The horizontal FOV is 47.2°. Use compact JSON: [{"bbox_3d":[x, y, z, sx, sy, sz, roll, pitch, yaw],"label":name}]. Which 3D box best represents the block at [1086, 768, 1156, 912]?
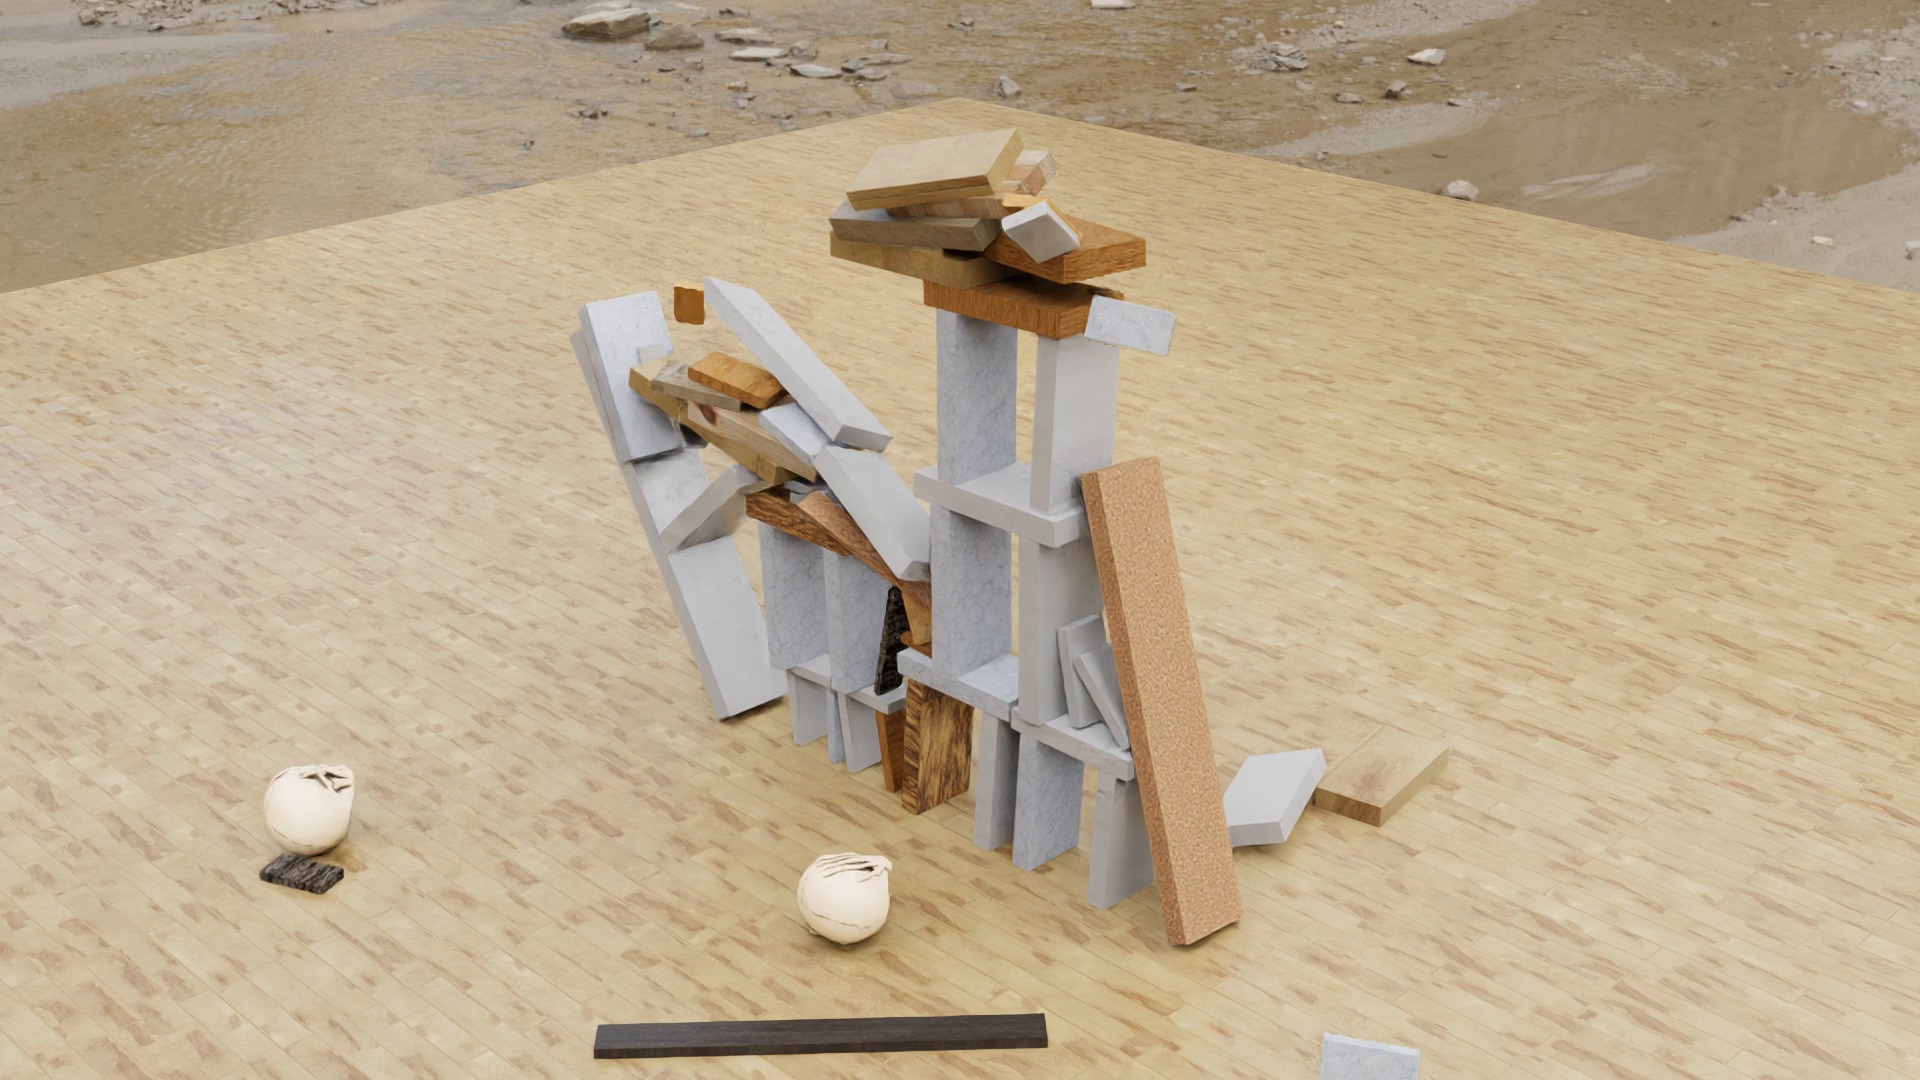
[{"bbox_3d":[0.313,0.537,4.118,0.146,0.292,0.041,-21,35,-40],"label":"block"}]

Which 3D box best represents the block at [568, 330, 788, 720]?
[{"bbox_3d":[-0.618,-0.055,4.871,0.175,0.907,0.050,-21,-1,-40],"label":"block"}]

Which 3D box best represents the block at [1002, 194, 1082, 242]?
[{"bbox_3d":[0.139,-0.538,3.701,0.079,0.022,0.157,10,-11,27],"label":"block"}]

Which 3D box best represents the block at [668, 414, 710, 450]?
[{"bbox_3d":[-0.593,-0.254,4.748,0.062,0.017,0.123,-8,65,-45],"label":"block"}]

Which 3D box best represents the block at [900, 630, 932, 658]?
[{"bbox_3d":[-0.056,0.206,4.357,0.062,0.017,0.123,-18,29,-36],"label":"block"}]

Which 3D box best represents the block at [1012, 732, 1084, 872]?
[{"bbox_3d":[0.174,0.483,4.245,0.146,0.292,0.041,-21,35,-41],"label":"block"}]

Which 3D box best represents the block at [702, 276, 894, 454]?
[{"bbox_3d":[-0.349,-0.370,4.579,0.145,0.041,0.568,12,28,-48],"label":"block"}]

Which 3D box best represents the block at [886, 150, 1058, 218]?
[{"bbox_3d":[0.015,-0.627,3.872,0.290,0.041,0.145,8,47,40],"label":"block"}]

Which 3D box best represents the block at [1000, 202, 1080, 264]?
[{"bbox_3d":[0.134,-0.508,3.641,0.079,0.022,0.157,-20,-20,17],"label":"block"}]

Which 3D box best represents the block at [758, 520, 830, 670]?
[{"bbox_3d":[-0.340,0.097,4.634,0.155,0.325,0.044,-21,26,-40],"label":"block"}]

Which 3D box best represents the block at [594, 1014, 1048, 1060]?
[{"bbox_3d":[-0.235,0.845,3.744,0.765,0.020,0.071,-1,23,-2],"label":"block"}]

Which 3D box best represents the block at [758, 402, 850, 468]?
[{"bbox_3d":[-0.316,-0.214,4.446,0.096,0.027,0.192,-18,41,-33],"label":"block"}]

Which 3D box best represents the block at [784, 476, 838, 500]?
[{"bbox_3d":[-0.285,-0.113,4.494,0.080,0.023,0.159,-19,23,-33],"label":"block"}]

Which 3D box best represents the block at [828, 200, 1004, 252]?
[{"bbox_3d":[-0.051,-0.604,3.966,0.357,0.051,0.179,11,49,42],"label":"block"}]

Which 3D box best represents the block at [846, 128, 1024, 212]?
[{"bbox_3d":[-0.044,-0.651,3.870,0.290,0.041,0.145,-1,42,32],"label":"block"}]

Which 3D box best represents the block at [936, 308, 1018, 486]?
[{"bbox_3d":[0.032,-0.282,4.063,0.047,0.332,0.166,20,31,39],"label":"block"}]

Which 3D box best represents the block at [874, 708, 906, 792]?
[{"bbox_3d":[-0.123,0.421,4.539,0.089,0.177,0.025,-22,21,-41],"label":"block"}]

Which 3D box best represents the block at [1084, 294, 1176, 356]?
[{"bbox_3d":[0.287,-0.362,3.706,0.142,0.071,0.020,14,13,6],"label":"block"}]

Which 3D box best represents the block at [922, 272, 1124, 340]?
[{"bbox_3d":[0.110,-0.429,3.916,0.332,0.047,0.166,19,30,41],"label":"block"}]

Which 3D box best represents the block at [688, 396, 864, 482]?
[{"bbox_3d":[-0.378,-0.235,4.537,0.336,0.048,0.168,27,36,25],"label":"block"}]

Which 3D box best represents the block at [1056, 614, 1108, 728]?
[{"bbox_3d":[0.236,0.244,4.081,0.095,0.190,0.027,-19,16,-37],"label":"block"}]

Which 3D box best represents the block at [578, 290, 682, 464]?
[{"bbox_3d":[-0.701,-0.358,4.812,0.175,0.350,0.050,-16,0,-34],"label":"block"}]

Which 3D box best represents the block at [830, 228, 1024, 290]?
[{"bbox_3d":[-0.056,-0.536,4.057,0.179,0.051,0.357,-21,29,-40],"label":"block"}]

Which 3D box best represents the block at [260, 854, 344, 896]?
[{"bbox_3d":[-1.264,0.642,4.222,0.142,0.020,0.071,9,25,21],"label":"block"}]

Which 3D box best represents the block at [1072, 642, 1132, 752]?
[{"bbox_3d":[0.292,0.286,4.033,0.095,0.027,0.190,-19,74,-37],"label":"block"}]

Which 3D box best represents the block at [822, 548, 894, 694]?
[{"bbox_3d":[-0.198,0.144,4.498,0.155,0.311,0.044,-20,27,-39],"label":"block"}]

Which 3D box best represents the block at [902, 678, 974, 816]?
[{"bbox_3d":[-0.042,0.393,4.440,0.152,0.304,0.043,-22,36,-40],"label":"block"}]

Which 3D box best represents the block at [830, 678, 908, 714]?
[{"bbox_3d":[-0.177,0.307,4.546,0.089,0.025,0.177,-21,31,-40],"label":"block"}]

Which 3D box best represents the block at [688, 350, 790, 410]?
[{"bbox_3d":[-0.455,-0.330,4.542,0.192,0.027,0.096,23,36,21],"label":"block"}]

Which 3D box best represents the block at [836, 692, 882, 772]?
[{"bbox_3d":[-0.206,0.389,4.616,0.089,0.177,0.025,-21,22,-40],"label":"block"}]

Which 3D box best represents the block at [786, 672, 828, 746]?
[{"bbox_3d":[-0.325,0.350,4.724,0.023,0.165,0.082,14,26,43],"label":"block"}]

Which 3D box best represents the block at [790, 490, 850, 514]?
[{"bbox_3d":[-0.266,-0.077,4.481,0.080,0.023,0.159,-19,29,-38],"label":"block"}]

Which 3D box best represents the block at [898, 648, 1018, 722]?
[{"bbox_3d":[0.038,0.263,4.300,0.304,0.043,0.152,21,31,40],"label":"block"}]

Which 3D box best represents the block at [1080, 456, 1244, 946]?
[{"bbox_3d":[0.370,0.291,3.996,0.161,0.872,0.046,-16,8,-41],"label":"block"}]

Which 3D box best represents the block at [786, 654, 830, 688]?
[{"bbox_3d":[-0.300,0.269,4.664,0.082,0.023,0.165,-21,26,-40],"label":"block"}]

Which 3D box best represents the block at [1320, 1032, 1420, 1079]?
[{"bbox_3d":[0.674,0.865,3.619,0.158,0.079,0.022,7,19,16],"label":"block"}]

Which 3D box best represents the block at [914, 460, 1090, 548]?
[{"bbox_3d":[0.102,-0.082,4.081,0.355,0.050,0.178,21,31,40],"label":"block"}]

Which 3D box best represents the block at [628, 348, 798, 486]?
[{"bbox_3d":[-0.484,-0.265,4.645,0.475,0.048,0.168,34,40,33],"label":"block"}]

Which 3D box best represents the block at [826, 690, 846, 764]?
[{"bbox_3d":[-0.241,0.384,4.646,0.082,0.165,0.023,-21,31,-40],"label":"block"}]

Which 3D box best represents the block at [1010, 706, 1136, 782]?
[{"bbox_3d":[0.251,0.358,4.110,0.146,0.041,0.292,-21,31,-40],"label":"block"}]

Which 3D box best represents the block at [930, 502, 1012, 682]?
[{"bbox_3d":[0.023,0.075,4.232,0.050,0.356,0.178,18,29,38],"label":"block"}]

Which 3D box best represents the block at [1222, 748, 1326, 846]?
[{"bbox_3d":[0.615,0.517,4.420,0.161,0.046,0.321,-10,17,28],"label":"block"}]

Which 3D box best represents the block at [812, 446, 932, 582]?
[{"bbox_3d":[-0.137,-0.050,4.314,0.168,0.048,0.336,7,37,-49],"label":"block"}]

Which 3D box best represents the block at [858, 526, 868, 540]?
[{"bbox_3d":[-0.181,-0.040,4.336,0.055,0.016,0.110,8,36,-40],"label":"block"}]

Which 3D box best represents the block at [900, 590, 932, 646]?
[{"bbox_3d":[-0.075,0.139,4.338,0.062,0.123,0.017,-16,3,-32],"label":"block"}]

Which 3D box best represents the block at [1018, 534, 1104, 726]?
[{"bbox_3d":[0.188,0.144,4.087,0.050,0.369,0.178,20,30,41],"label":"block"}]

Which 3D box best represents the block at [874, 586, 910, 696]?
[{"bbox_3d":[-0.130,0.198,4.431,0.062,0.268,0.017,-23,47,-36],"label":"block"}]

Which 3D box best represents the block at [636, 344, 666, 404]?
[{"bbox_3d":[-0.664,-0.363,4.794,0.062,0.123,0.017,-10,-4,-38],"label":"block"}]

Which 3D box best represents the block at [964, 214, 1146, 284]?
[{"bbox_3d":[0.144,-0.530,3.895,0.179,0.051,0.357,-16,26,-32],"label":"block"}]

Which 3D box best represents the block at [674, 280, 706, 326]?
[{"bbox_3d":[-0.574,-0.503,4.665,0.062,0.123,0.017,9,59,-1],"label":"block"}]

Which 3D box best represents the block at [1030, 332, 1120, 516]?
[{"bbox_3d":[0.206,-0.223,3.921,0.166,0.332,0.047,-21,33,-40],"label":"block"}]

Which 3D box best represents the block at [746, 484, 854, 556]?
[{"bbox_3d":[-0.280,-0.050,4.504,0.155,0.044,0.310,-21,30,-40],"label":"block"}]

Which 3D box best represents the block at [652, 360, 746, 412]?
[{"bbox_3d":[-0.531,-0.320,4.559,0.192,0.027,0.096,15,33,9],"label":"block"}]

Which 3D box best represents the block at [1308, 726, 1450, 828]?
[{"bbox_3d":[0.869,0.486,4.557,0.161,0.046,0.321,16,28,33],"label":"block"}]

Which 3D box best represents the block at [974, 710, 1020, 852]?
[{"bbox_3d":[0.103,0.448,4.310,0.043,0.304,0.152,26,35,38],"label":"block"}]

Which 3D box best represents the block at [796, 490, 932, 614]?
[{"bbox_3d":[-0.167,0.023,4.312,0.375,0.016,0.055,37,61,22],"label":"block"}]

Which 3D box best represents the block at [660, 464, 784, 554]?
[{"bbox_3d":[-0.490,-0.082,4.715,0.175,0.050,0.350,-19,-12,-40],"label":"block"}]
